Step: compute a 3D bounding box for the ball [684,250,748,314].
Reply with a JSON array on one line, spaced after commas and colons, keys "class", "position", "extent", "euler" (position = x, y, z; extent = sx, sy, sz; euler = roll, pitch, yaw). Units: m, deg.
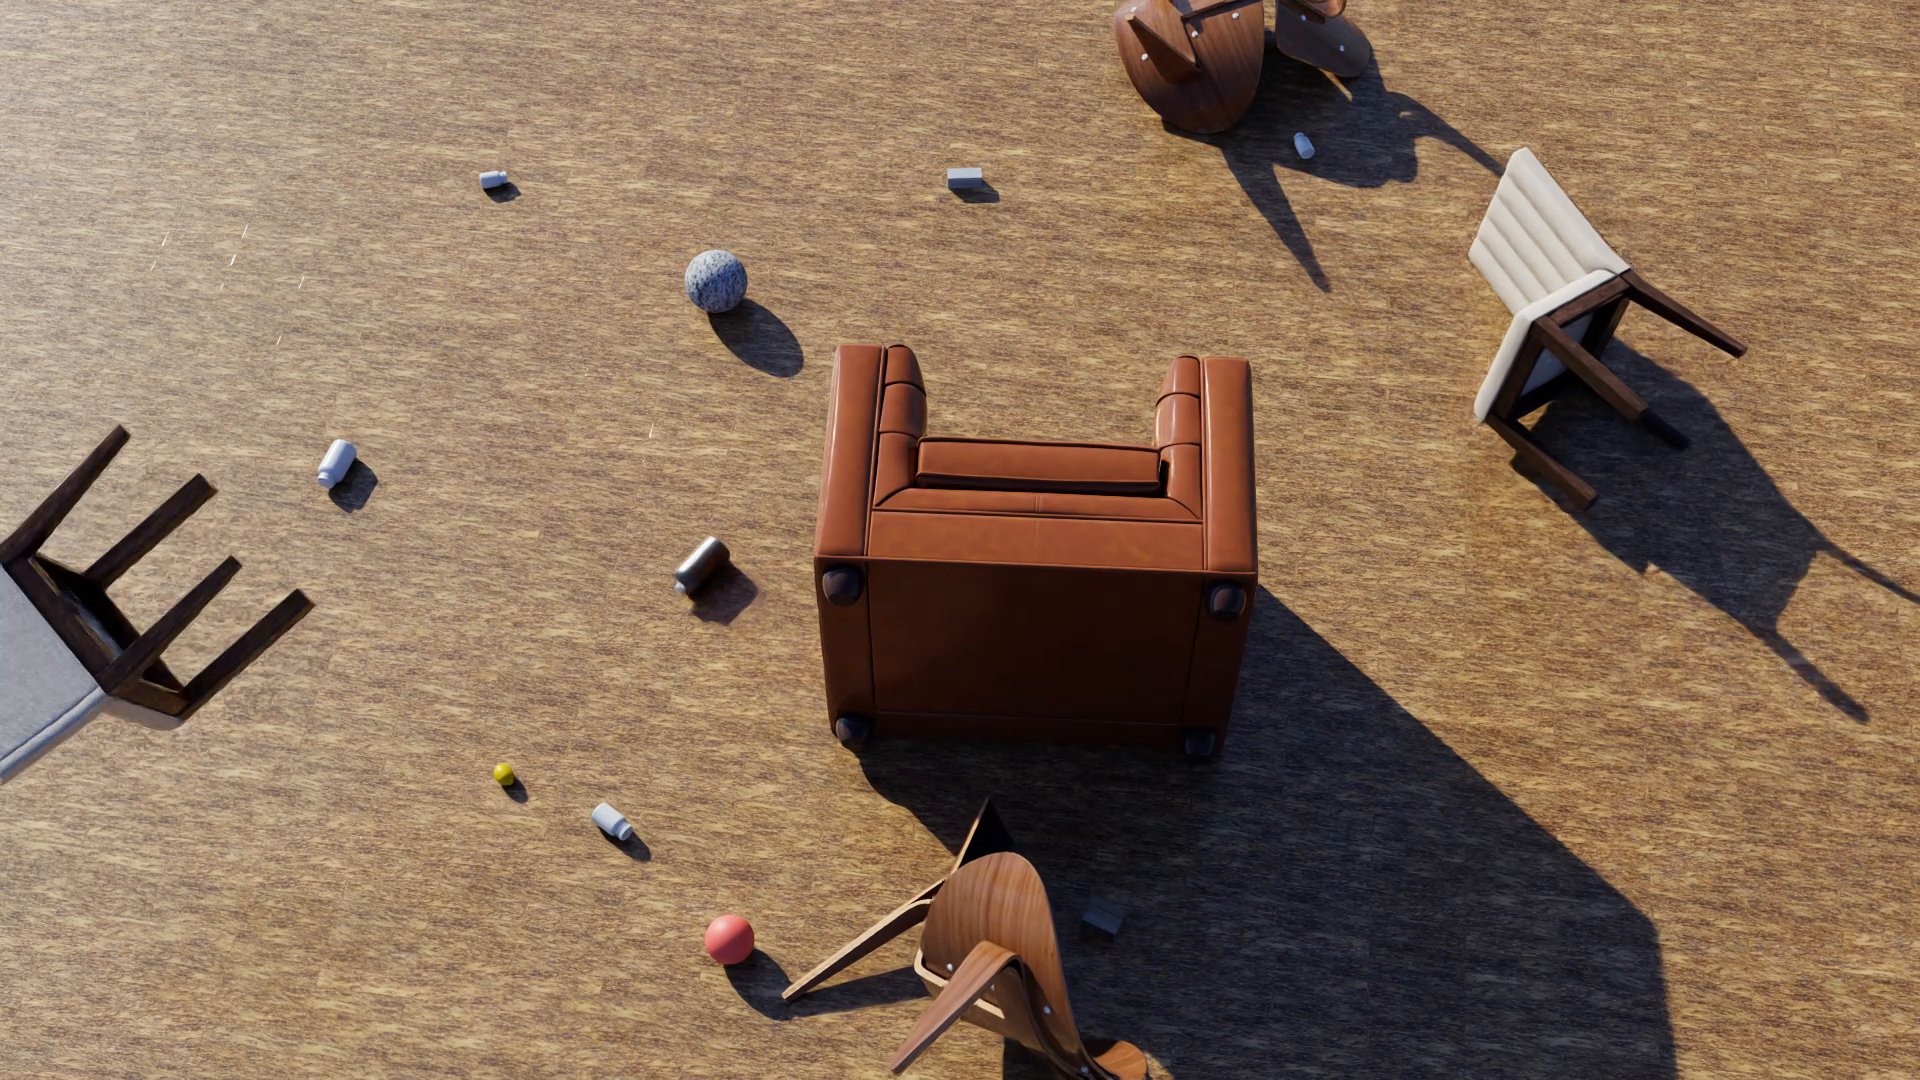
[{"class": "ball", "position": [-0.777, -0.824, 7.006], "extent": [0.200, 0.200, 0.200], "euler": [0, 56, 0]}]

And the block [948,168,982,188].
[{"class": "block", "position": [0.015, -1.210, 7.356], "extent": [0.113, 0.049, 0.044], "euler": [-2, 56, -2]}]

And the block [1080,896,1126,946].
[{"class": "block", "position": [0.382, 1.013, 5.849], "extent": [0.097, 0.074, 0.076], "euler": [23, 59, 15]}]

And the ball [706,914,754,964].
[{"class": "ball", "position": [-0.606, 1.052, 5.790], "extent": [0.130, 0.130, 0.130], "euler": [0, 56, 0]}]
